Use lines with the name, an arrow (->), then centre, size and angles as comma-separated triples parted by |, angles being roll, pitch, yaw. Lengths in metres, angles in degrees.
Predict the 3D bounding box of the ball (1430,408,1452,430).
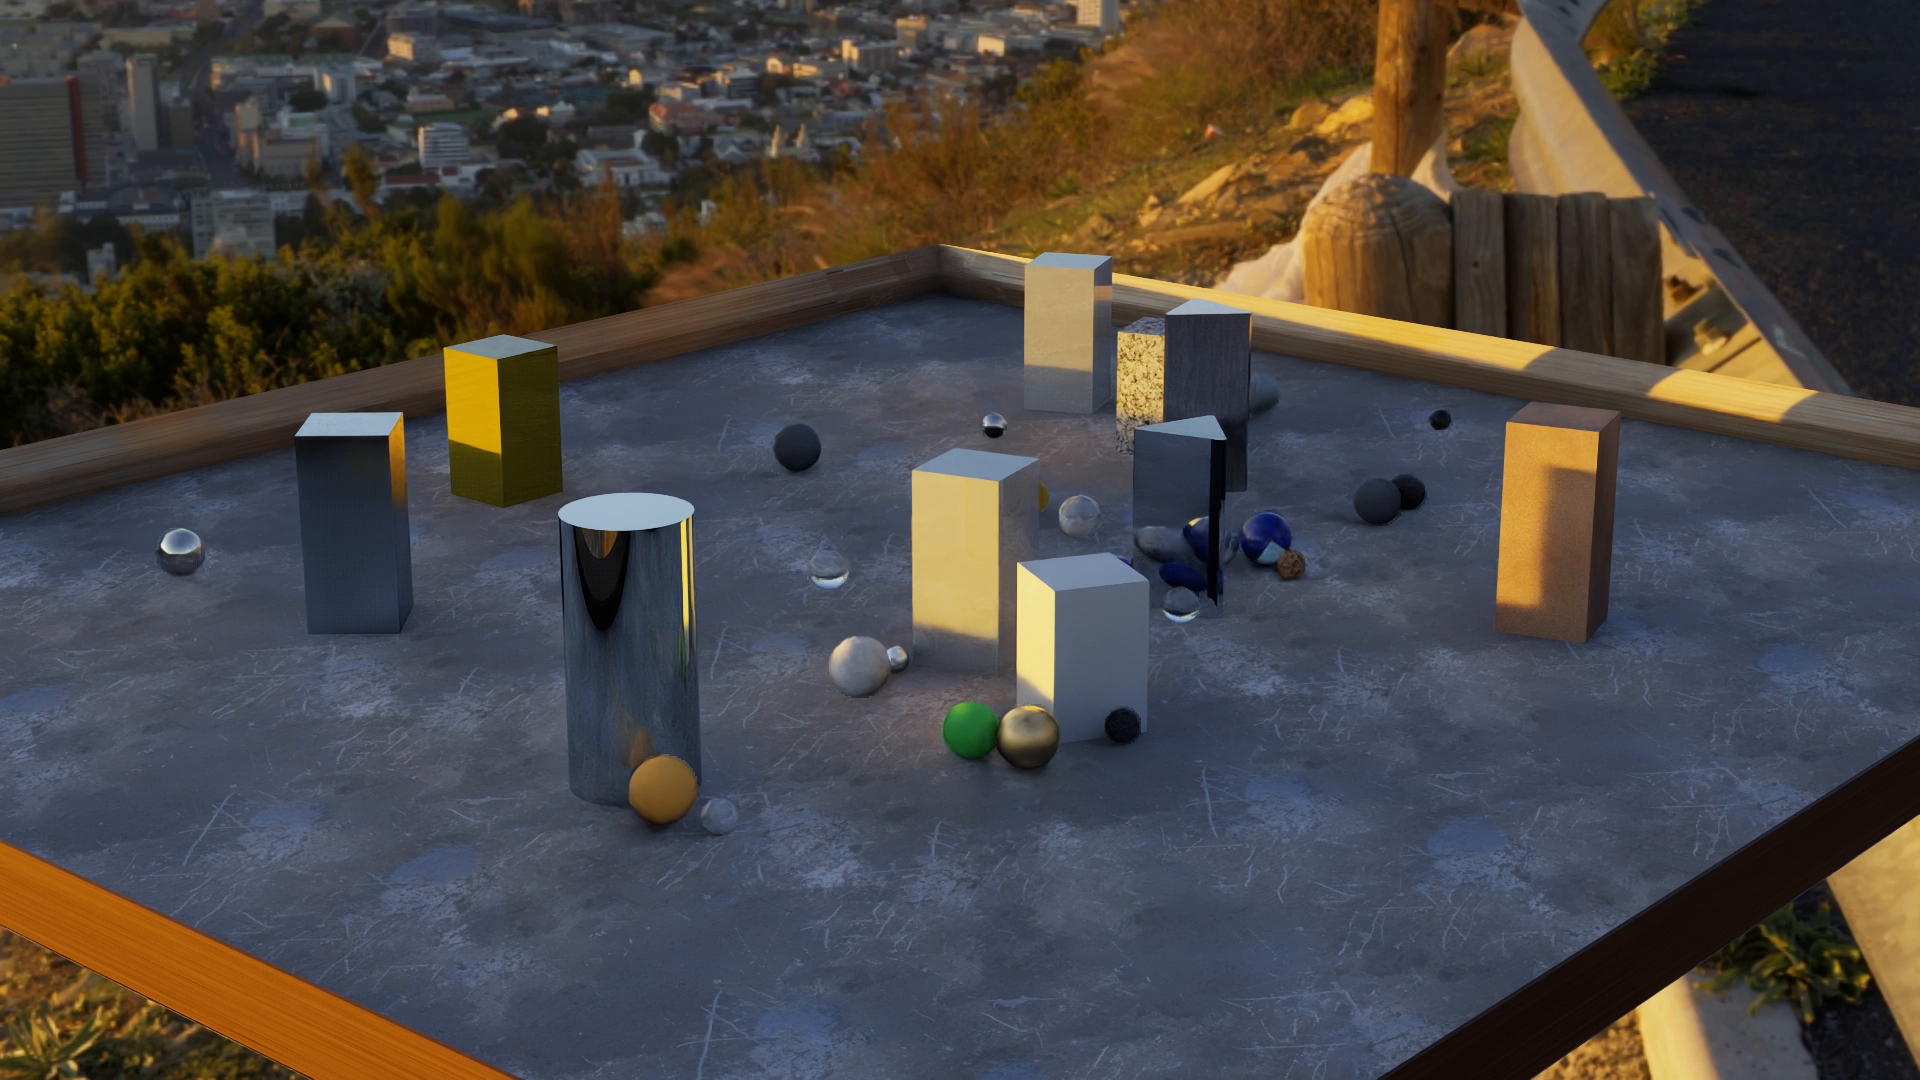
ball -> 1.017, -0.255, 6.207 | 0.046, 0.046, 0.046 | 0, 17, 0

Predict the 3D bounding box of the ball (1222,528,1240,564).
ball -> 0.471, 0.011, 5.292 | 0.065, 0.065, 0.065 | 0, 17, 0

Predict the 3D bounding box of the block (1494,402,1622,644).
block -> 1.003, -0.031, 4.918 | 0.154, 0.363, 0.154 | 8, 18, 24

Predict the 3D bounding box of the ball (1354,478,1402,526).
ball -> 0.788, -0.073, 5.530 | 0.090, 0.090, 0.090 | 0, 17, 0

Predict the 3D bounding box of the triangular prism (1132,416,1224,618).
triangular prism -> 0.403, -0.047, 5.057 | 0.166, 0.314, 0.144 | 9, 19, 26

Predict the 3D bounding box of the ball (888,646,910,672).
ball -> -0.102, 0.193, 4.730 | 0.042, 0.042, 0.042 | 0, 17, 0

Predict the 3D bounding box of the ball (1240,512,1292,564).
ball -> 0.552, -0.004, 5.291 | 0.095, 0.095, 0.095 | 0, 17, 0

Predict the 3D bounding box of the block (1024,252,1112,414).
block -> 0.236, -0.452, 6.392 | 0.154, 0.318, 0.154 | 5, 18, 17

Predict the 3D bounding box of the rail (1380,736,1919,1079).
rail -> 1.266, 0.349, 4.068 | 0.045, 0.125, 3.755 | 14, 22, 39

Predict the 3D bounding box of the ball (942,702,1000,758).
ball -> 0.017, 0.283, 4.359 | 0.086, 0.086, 0.086 | 0, 17, 0

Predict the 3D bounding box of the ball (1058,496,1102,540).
ball -> 0.223, -0.043, 5.443 | 0.082, 0.082, 0.082 | 0, 17, 0

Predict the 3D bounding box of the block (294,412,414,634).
block -> -1.019, -0.029, 4.945 | 0.154, 0.344, 0.154 | 0, 17, -2

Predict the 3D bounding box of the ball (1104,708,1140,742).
ball -> 0.244, 0.280, 4.425 | 0.052, 0.052, 0.052 | 0, 17, 0

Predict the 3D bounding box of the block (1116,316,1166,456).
block -> 0.422, -0.313, 6.036 | 0.154, 0.256, 0.154 | 7, 18, 22

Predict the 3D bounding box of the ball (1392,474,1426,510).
ball -> 0.858, -0.093, 5.627 | 0.071, 0.071, 0.071 | 0, 17, 0

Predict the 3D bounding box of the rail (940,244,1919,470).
rail -> 1.215, -0.373, 6.460 | 3.401, 0.125, 0.045 | 14, 22, 39

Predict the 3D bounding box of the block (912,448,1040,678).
block -> 0.026, 0.035, 4.762 | 0.154, 0.327, 0.154 | 8, 19, 25

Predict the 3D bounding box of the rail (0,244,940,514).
rail -> -1.266, -0.286, 6.173 | 0.045, 0.125, 3.755 | 14, 22, 39

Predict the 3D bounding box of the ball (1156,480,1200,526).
ball -> 0.412, -0.070, 5.531 | 0.085, 0.085, 0.085 | 0, 17, 0

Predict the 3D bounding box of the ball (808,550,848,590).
ball -> -0.231, 0.052, 5.148 | 0.071, 0.071, 0.071 | 0, 17, 0

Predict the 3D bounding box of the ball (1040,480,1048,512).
ball -> 0.130, -0.083, 5.584 | 0.078, 0.078, 0.078 | 0, 17, 0

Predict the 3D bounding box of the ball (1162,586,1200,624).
ball -> 0.374, 0.110, 4.971 | 0.062, 0.062, 0.062 | 0, 17, 0

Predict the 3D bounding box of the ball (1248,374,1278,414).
ball -> 0.645, -0.315, 6.339 | 0.086, 0.086, 0.086 | 0, 17, 0

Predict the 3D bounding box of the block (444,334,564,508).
block -> -0.888, -0.233, 5.708 | 0.154, 0.294, 0.154 | 14, 21, 38

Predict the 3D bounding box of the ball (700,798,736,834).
ball -> -0.336, 0.384, 4.084 | 0.050, 0.050, 0.050 | 0, 17, 0

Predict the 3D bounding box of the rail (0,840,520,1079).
rail -> -1.215, 0.436, 3.780 | 3.401, 0.125, 0.045 | 14, 22, 39

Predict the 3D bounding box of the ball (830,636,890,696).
ball -> -0.157, 0.198, 4.620 | 0.096, 0.096, 0.096 | 0, 17, 0

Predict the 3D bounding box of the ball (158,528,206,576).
ball -> -1.388, 0.021, 5.230 | 0.083, 0.083, 0.083 | 0, 17, 0

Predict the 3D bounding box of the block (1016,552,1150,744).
block -> 0.186, 0.164, 4.482 | 0.154, 0.243, 0.154 | -6, 18, -19

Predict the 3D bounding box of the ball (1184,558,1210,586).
ball -> 0.417, 0.056, 5.176 | 0.047, 0.047, 0.047 | 0, 17, 0

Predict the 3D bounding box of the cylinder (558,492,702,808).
cylinder -> -0.472, 0.157, 4.212 | 0.192, 0.412, 0.192 | 0, 17, 0

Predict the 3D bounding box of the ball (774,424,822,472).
ball -> -0.327, -0.186, 5.893 | 0.096, 0.096, 0.096 | 0, 17, 0

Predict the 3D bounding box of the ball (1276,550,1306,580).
ball -> 0.589, 0.044, 5.209 | 0.052, 0.052, 0.052 | 0, 17, 0

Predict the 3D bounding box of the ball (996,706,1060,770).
ball -> 0.100, 0.290, 4.318 | 0.095, 0.095, 0.095 | 0, 17, 0

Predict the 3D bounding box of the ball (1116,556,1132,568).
ball -> 0.268, 0.060, 5.088 | 0.067, 0.067, 0.067 | 0, 17, 0

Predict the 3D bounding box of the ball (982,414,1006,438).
ball -> 0.072, -0.240, 6.147 | 0.052, 0.052, 0.052 | 0, 17, 0

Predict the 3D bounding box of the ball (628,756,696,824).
ball -> -0.418, 0.352, 4.114 | 0.095, 0.095, 0.095 | 0, 17, 0

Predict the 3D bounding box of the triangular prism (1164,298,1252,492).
triangular prism -> 0.473, -0.286, 5.772 | 0.166, 0.358, 0.144 | -2, 17, -5
